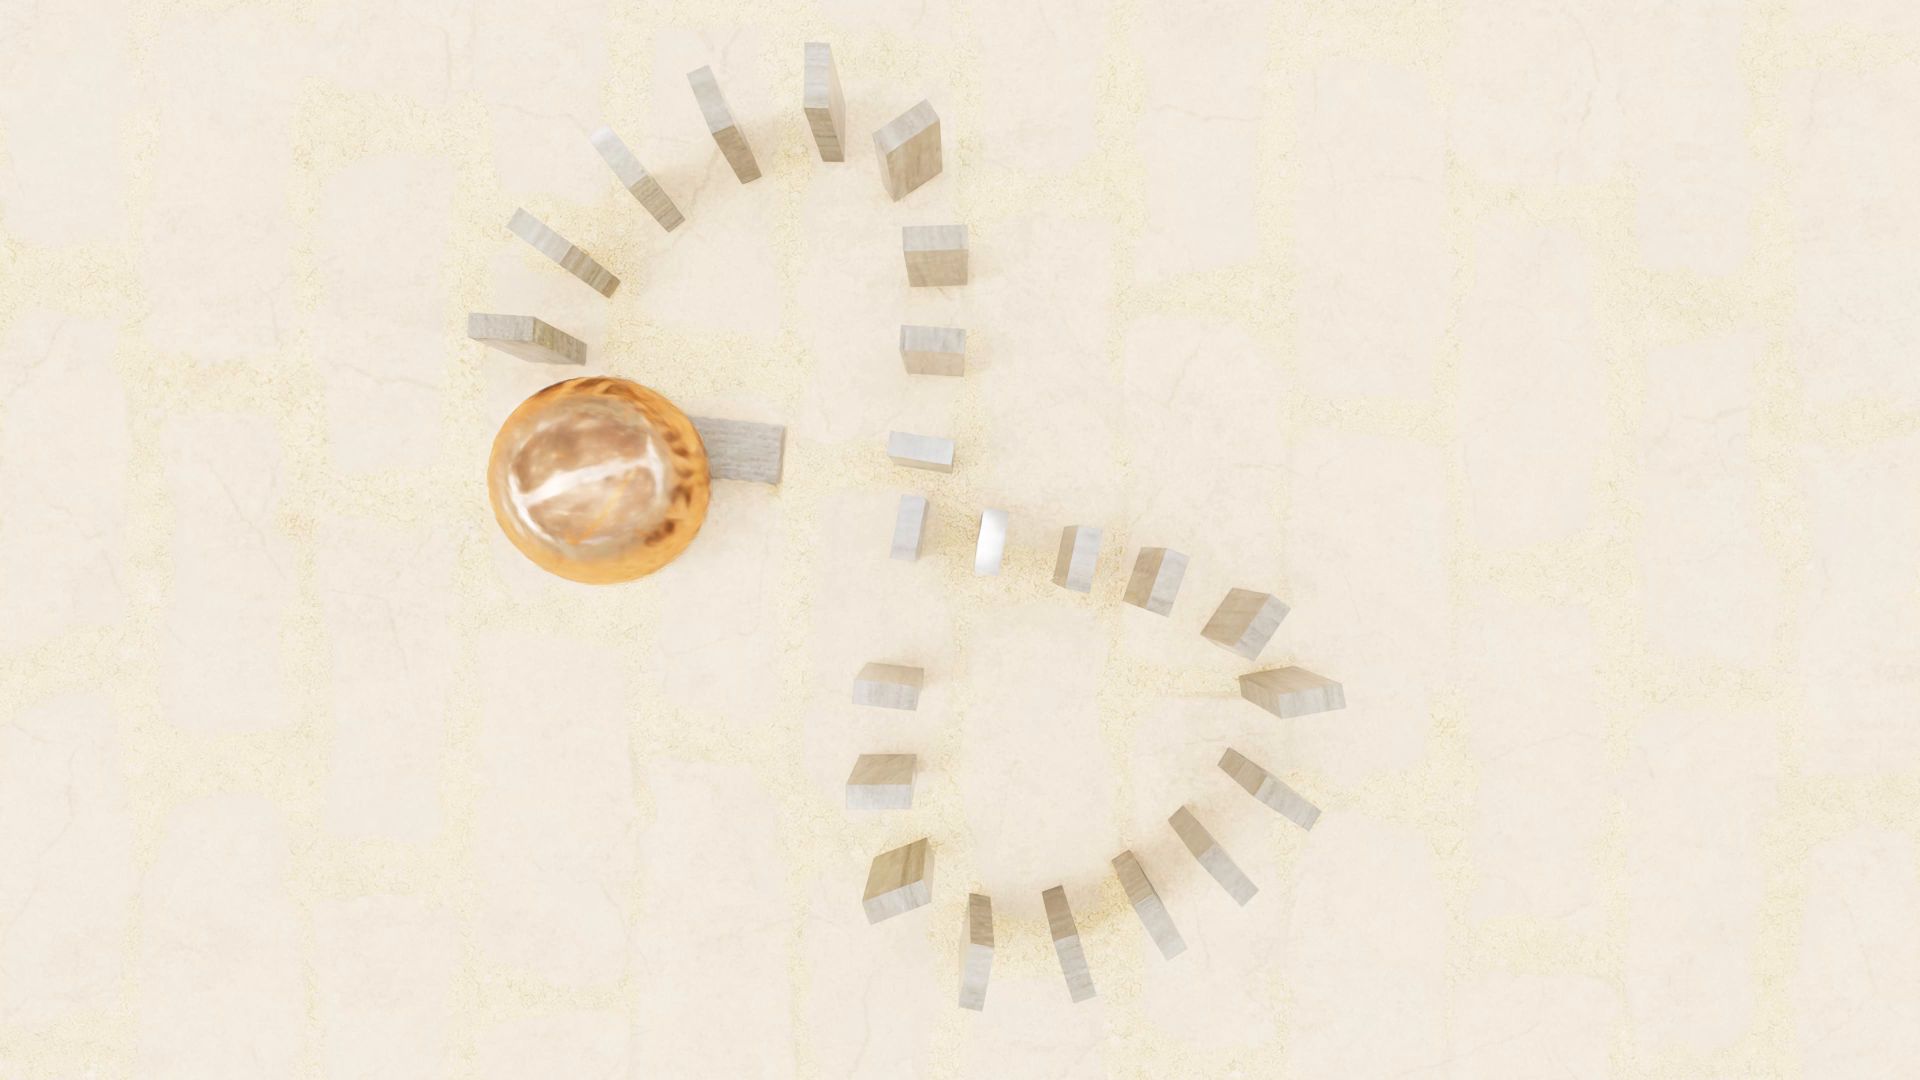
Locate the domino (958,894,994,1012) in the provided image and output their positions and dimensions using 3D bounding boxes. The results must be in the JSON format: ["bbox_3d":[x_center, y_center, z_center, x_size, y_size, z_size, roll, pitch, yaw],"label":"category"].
[{"bbox_3d":[0.006,0.167,0.375,0.010,0.050,0.025,11,90,0],"label":"domino"}]

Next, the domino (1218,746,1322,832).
[{"bbox_3d":[0.125,0.101,0.375,0.025,0.050,0.010,32,90,0],"label":"domino"}]

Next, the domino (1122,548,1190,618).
[{"bbox_3d":[0.079,0.016,0.375,0.009,0.050,0.025,20,90,0],"label":"domino"}]

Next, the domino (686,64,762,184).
[{"bbox_3d":[-0.096,-0.168,0.375,0.009,0.050,0.025,-23,90,0],"label":"domino"}]

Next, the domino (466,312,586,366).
[{"bbox_3d":[-0.176,-0.082,0.375,0.025,0.050,0.009,4,90,0],"label":"domino"}]

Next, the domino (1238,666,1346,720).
[{"bbox_3d":[0.135,0.062,0.375,0.025,0.050,0.010,-10,90,0],"label":"domino"}]

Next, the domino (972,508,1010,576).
[{"bbox_3d":[0.012,0.001,0.375,0.009,0.050,0.025,9,90,0],"label":"domino"}]

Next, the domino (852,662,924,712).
[{"bbox_3d":[-0.029,0.059,0.375,0.025,0.050,0.010,6,90,0],"label":"domino"}]

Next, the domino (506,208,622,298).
[{"bbox_3d":[-0.161,-0.116,0.375,0.025,0.050,0.009,35,90,0],"label":"domino"}]

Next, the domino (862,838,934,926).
[{"bbox_3d":[-0.024,0.138,0.375,0.025,0.050,0.009,-20,90,0],"label":"domino"}]

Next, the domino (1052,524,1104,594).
[{"bbox_3d":[0.047,0.007,0.375,0.010,0.050,0.025,12,90,0],"label":"domino"}]

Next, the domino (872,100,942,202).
[{"bbox_3d":[-0.021,-0.158,0.375,0.025,0.050,0.009,-33,90,0],"label":"domino"}]

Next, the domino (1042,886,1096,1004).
[{"bbox_3d":[0.044,0.164,0.375,0.010,0.050,0.025,-18,90,0],"label":"domino"}]

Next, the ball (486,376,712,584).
[{"bbox_3d":[-0.137,-0.023,0.352,0.080,0.080,0.080,0,90,0],"label":"ball"}]

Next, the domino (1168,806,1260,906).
[{"bbox_3d":[0.102,0.128,0.375,0.009,0.050,0.025,-43,90,0],"label":"domino"}]

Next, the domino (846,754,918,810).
[{"bbox_3d":[-0.031,0.098,0.375,0.025,0.050,0.010,0,90,0],"label":"domino"}]

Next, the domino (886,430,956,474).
[{"bbox_3d":[-0.015,-0.035,0.375,0.025,0.050,0.010,9,90,0],"label":"domino"}]

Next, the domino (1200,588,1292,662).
[{"bbox_3d":[0.116,0.034,0.375,0.009,0.050,0.025,35,90,0],"label":"domino"}]

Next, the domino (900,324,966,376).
[{"bbox_3d":[-0.010,-0.077,0.375,0.025,0.050,0.010,4,90,0],"label":"domino"}]

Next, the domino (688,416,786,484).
[{"bbox_3d":[-0.102,-0.039,0.395,0.050,0.009,0.025,6,90,0],"label":"domino"}]

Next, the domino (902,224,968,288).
[{"bbox_3d":[-0.009,-0.115,0.375,0.025,0.050,0.009,-2,90,0],"label":"domino"}]

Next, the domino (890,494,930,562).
[{"bbox_3d":[-0.020,-0.005,0.375,0.010,0.050,0.025,11,90,0],"label":"domino"}]

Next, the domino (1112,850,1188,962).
[{"bbox_3d":[0.077,0.148,0.375,0.010,0.050,0.025,-32,90,0],"label":"domino"}]

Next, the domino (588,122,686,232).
[{"bbox_3d":[-0.131,-0.147,0.375,0.009,0.050,0.025,-38,90,0],"label":"domino"}]

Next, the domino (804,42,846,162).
[{"bbox_3d":[-0.055,-0.178,0.375,0.010,0.050,0.025,1,90,0],"label":"domino"}]
